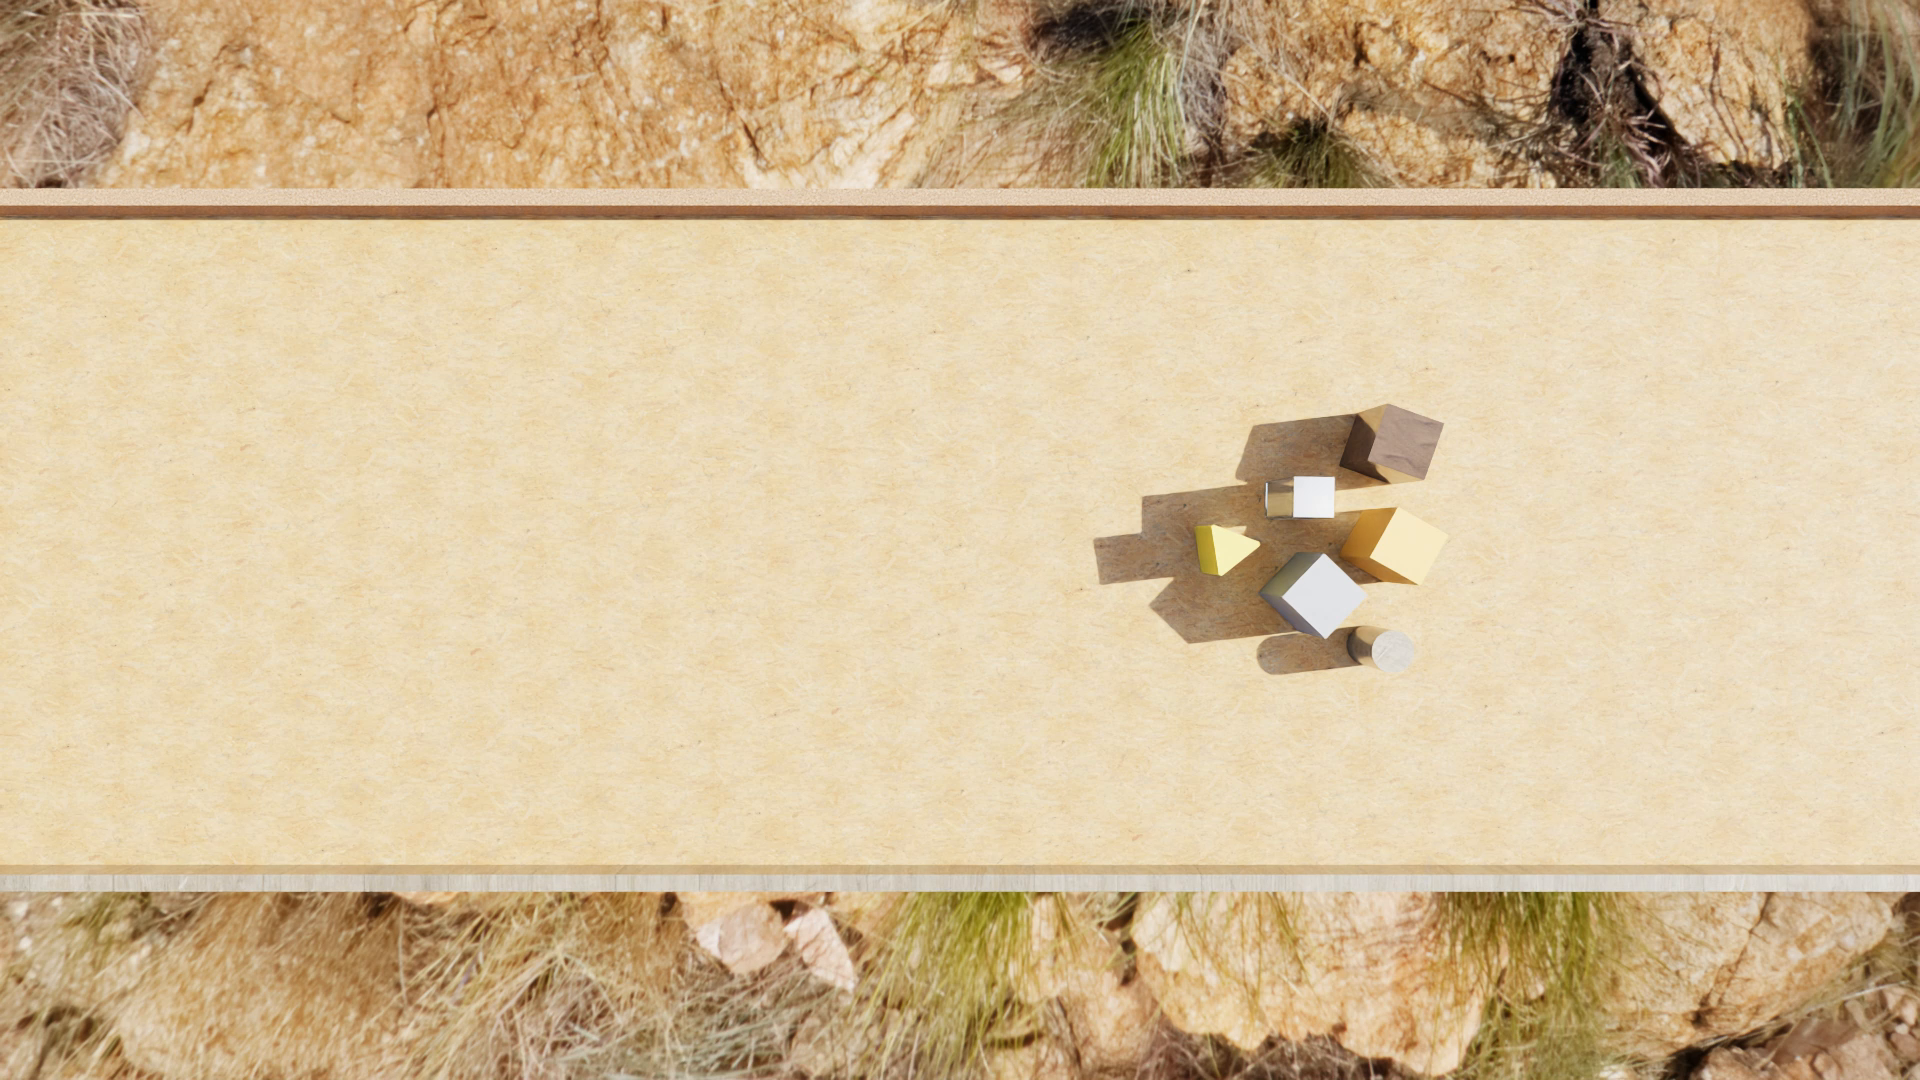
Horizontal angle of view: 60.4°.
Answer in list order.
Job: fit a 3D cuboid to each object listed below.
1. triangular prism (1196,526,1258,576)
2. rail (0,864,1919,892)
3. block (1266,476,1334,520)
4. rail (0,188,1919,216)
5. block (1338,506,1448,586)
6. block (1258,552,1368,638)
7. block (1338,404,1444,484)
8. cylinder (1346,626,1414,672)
[{"bbox_3d":[0.763,0.008,4.902,0.145,0.349,0.126,-39,90,0],"label":"triangular prism"},{"bbox_3d":[-2.247,1.025,5.001,12.000,0.150,0.050,0,90,0],"label":"rail"},{"bbox_3d":[0.998,-0.121,4.863,0.114,0.428,0.114,1,90,0],"label":"block"},{"bbox_3d":[-2.247,-1.025,5.002,12.000,0.150,0.050,0,90,0],"label":"rail"},{"bbox_3d":[1.275,0.018,4.878,0.164,0.397,0.164,29,90,0],"label":"block"},{"bbox_3d":[1.039,0.160,4.887,0.173,0.380,0.173,44,90,0],"label":"block"},{"bbox_3d":[1.276,-0.281,4.897,0.173,0.360,0.173,19,90,0],"label":"block"},{"bbox_3d":[1.251,0.323,4.921,0.123,0.311,0.123,0,90,0],"label":"cylinder"}]
